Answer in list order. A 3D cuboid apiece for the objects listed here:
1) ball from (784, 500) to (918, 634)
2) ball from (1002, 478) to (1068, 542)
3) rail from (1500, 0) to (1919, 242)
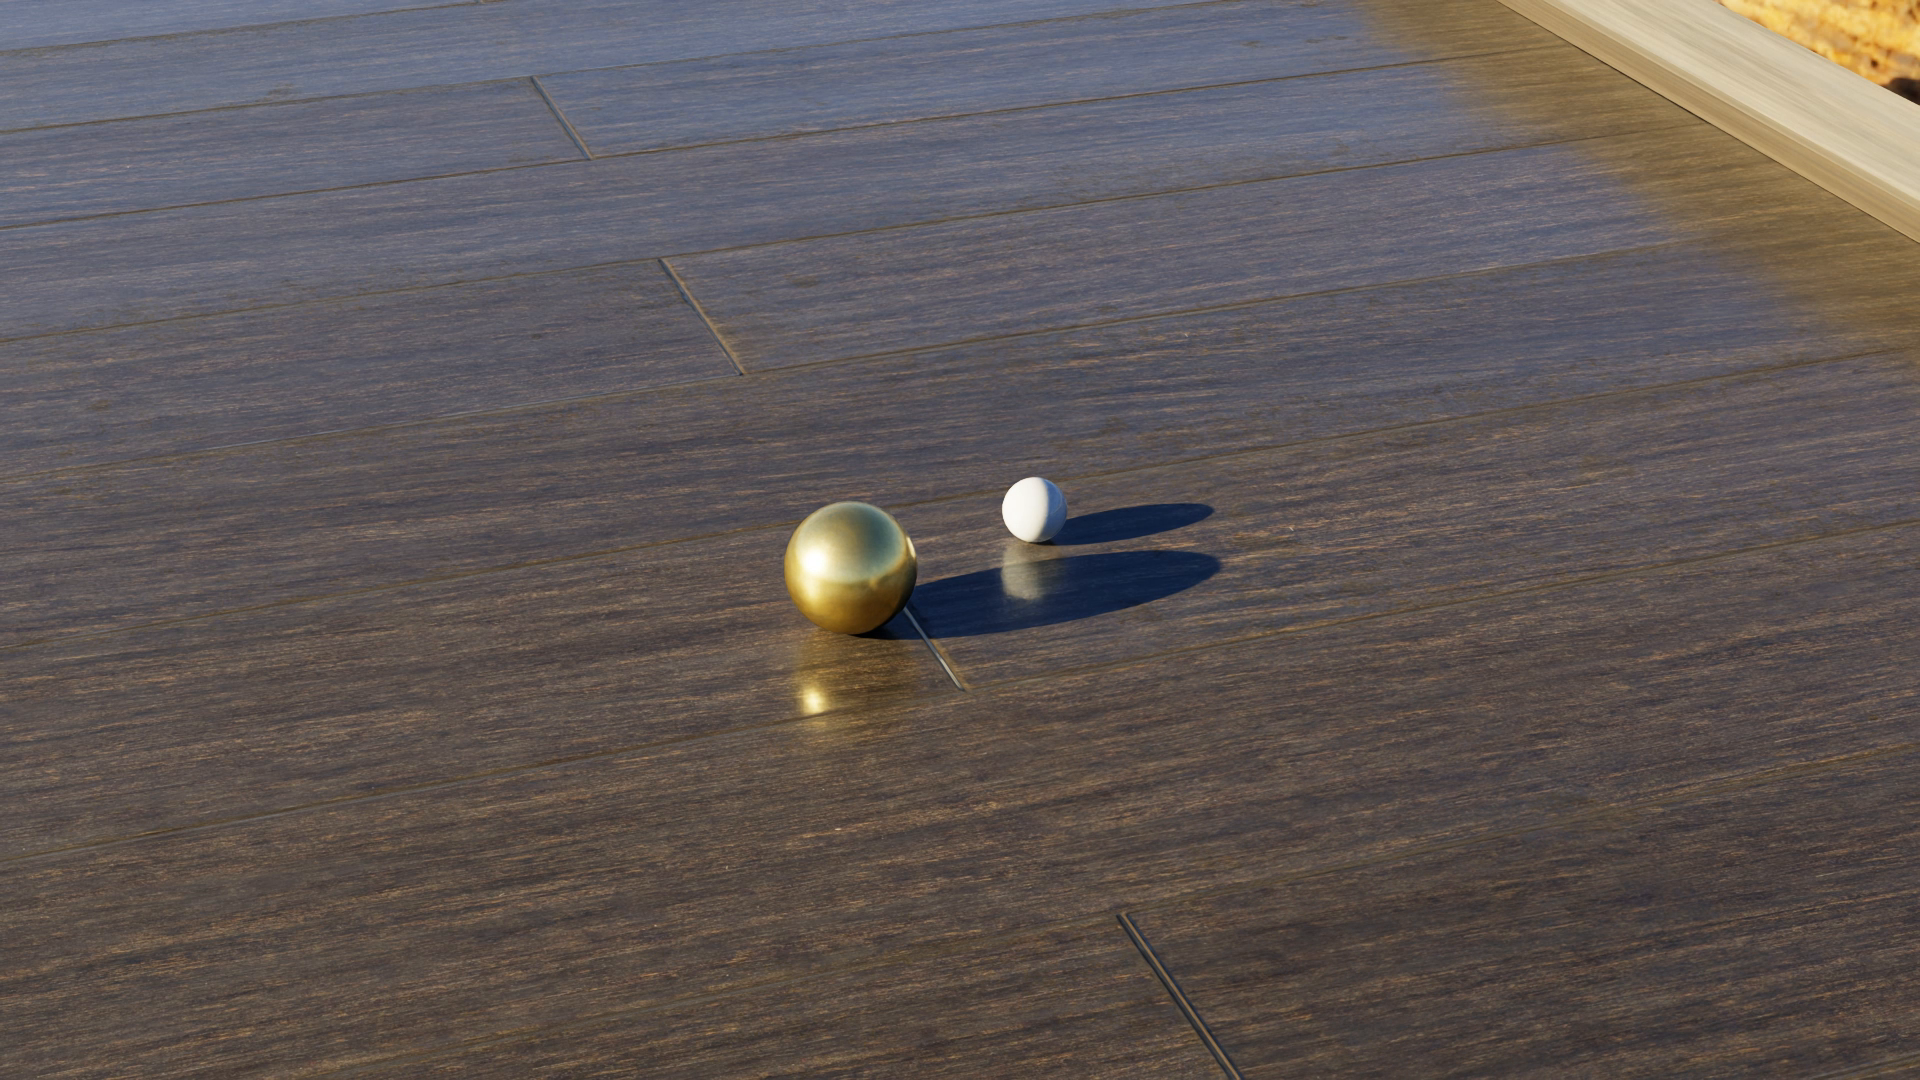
[{"bbox_3d":[-0.069,0.017,1.848,0.084,0.084,0.084,0,27,0],"label":"ball"},{"bbox_3d":[0.050,-0.020,1.964,0.044,0.044,0.044,0,27,0],"label":"ball"},{"bbox_3d":[0.590,-0.540,2.898,0.045,0.109,3.494,-9,29,-17],"label":"rail"}]
